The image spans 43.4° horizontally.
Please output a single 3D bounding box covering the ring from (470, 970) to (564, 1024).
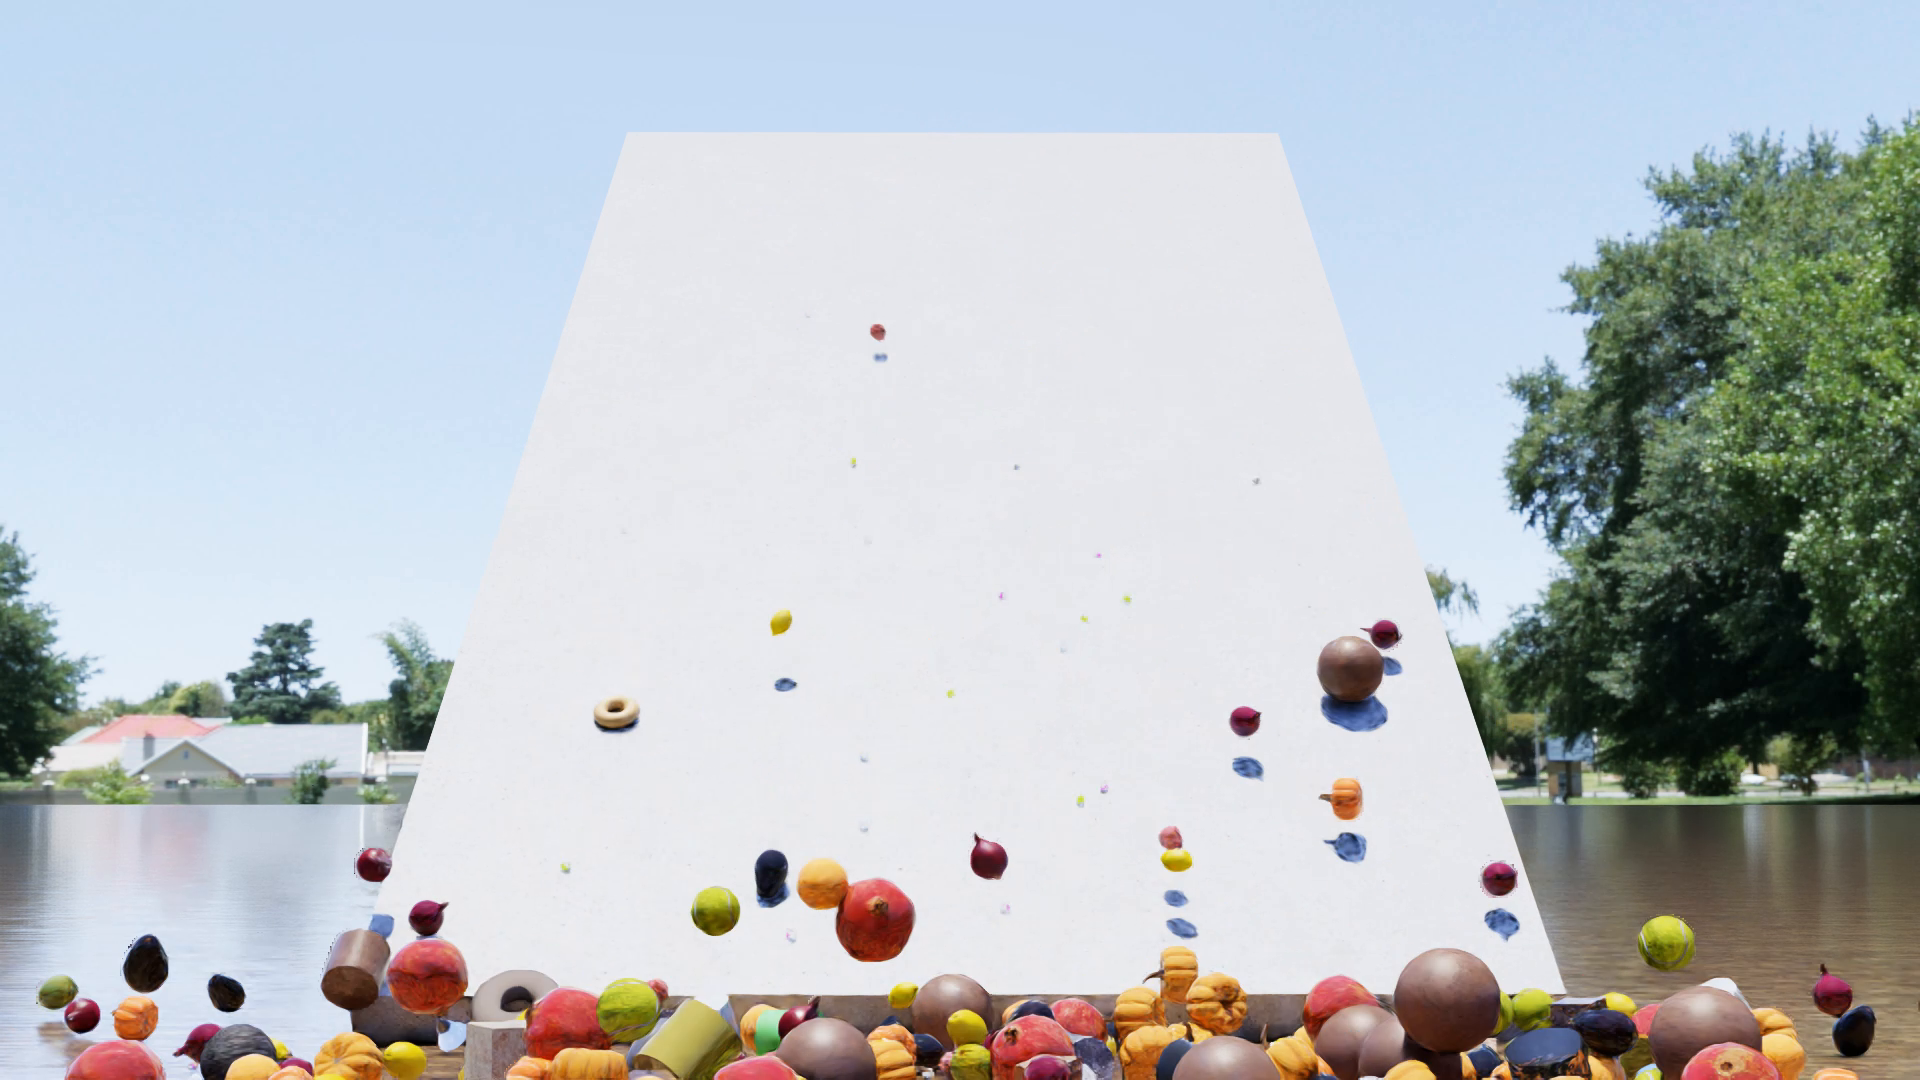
[{"bbox_3d":[-0.715,0.752,3.895,0.150,0.050,0.150,1,34,0],"label":"ring"}]

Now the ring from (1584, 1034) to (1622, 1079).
[{"bbox_3d":[0.877,0.719,3.322,0.026,0.079,0.079,14,-12,-26],"label":"ring"}]

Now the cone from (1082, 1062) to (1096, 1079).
[{"bbox_3d":[0.148,0.737,3.234,0.056,0.056,0.056,-34,-22,26],"label":"cone"}]

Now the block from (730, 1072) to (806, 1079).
[{"bbox_3d":[-0.229,0.676,2.883,0.071,0.071,0.071,3,-7,-23],"label":"block"}]

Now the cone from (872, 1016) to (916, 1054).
[{"bbox_3d":[-0.094,0.798,3.829,0.065,0.065,0.065,28,10,31],"label":"cone"}]

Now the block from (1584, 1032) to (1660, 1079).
[{"bbox_3d":[0.922,0.726,3.363,0.073,0.073,0.073,2,-6,-15],"label":"block"}]

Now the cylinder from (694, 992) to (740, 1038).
[{"bbox_3d":[-0.372,0.728,3.628,0.070,0.070,0.070,-13,17,4],"label":"cylinder"}]

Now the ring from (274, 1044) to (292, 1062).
[{"bbox_3d":[-1.057,0.782,3.664,0.084,0.028,0.084,1,-6,0],"label":"ring"}]

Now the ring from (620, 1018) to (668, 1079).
[{"bbox_3d":[-0.396,0.678,3.131,0.041,0.124,0.124,22,3,22],"label":"ring"}]

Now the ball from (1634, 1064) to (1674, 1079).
[{"bbox_3d":[0.913,0.716,3.173,0.053,0.053,0.053,0,-6,0],"label":"ball"}]

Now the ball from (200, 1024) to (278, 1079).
[{"bbox_3d":[-0.968,0.700,3.242,0.099,0.099,0.099,0,-6,0],"label":"ball"}]

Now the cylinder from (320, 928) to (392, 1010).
[{"bbox_3d":[-0.984,0.700,3.939,0.093,0.093,0.093,0,30,2],"label":"cylinder"}]

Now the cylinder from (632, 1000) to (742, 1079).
[{"bbox_3d":[-0.345,0.652,3.056,0.098,0.098,0.098,-6,31,46],"label":"cylinder"}]

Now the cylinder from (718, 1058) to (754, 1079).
[{"bbox_3d":[-0.314,0.728,3.276,0.050,0.050,0.050,5,-12,-38],"label":"cylinder"}]

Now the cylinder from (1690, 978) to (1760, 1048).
[{"bbox_3d":[1.207,0.747,3.813,0.078,0.078,0.078,-33,18,12],"label":"cylinder"}]

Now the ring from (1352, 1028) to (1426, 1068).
[{"bbox_3d":[0.637,0.755,3.590,0.109,0.036,0.109,14,-25,7],"label":"ring"}]

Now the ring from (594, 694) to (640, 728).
[{"bbox_3d":[-0.660,0.330,4.647,0.089,0.030,0.089,-2,32,2],"label":"ring"}]

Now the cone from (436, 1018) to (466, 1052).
[{"bbox_3d":[-0.811,0.767,3.800,0.053,0.053,0.053,-4,-46,32],"label":"cone"}]

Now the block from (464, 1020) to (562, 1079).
[{"bbox_3d":[-0.603,0.703,3.259,0.098,0.098,0.098,4,-7,-32],"label":"block"}]

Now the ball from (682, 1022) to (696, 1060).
[{"bbox_3d":[-0.431,0.770,3.706,0.060,0.060,0.060,0,-6,0],"label":"ball"}]

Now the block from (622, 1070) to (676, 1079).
[{"bbox_3d":[-0.378,0.684,2.947,0.057,0.057,0.057,3,7,-28],"label":"block"}]

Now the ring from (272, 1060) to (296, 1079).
[{"bbox_3d":[-0.990,0.756,3.436,0.088,0.029,0.088,0,-8,0],"label":"ring"}]

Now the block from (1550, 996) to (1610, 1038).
[{"bbox_3d":[0.906,0.705,3.528,0.064,0.064,0.064,-9,-5,33],"label":"block"}]

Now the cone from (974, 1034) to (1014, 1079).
[{"bbox_3d":[0.053,0.730,3.395,0.073,0.073,0.073,0,-6,0],"label":"cone"}]

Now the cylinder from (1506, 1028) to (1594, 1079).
[{"bbox_3d":[0.709,0.647,2.887,0.093,0.093,0.093,-15,13,4],"label":"cylinder"}]

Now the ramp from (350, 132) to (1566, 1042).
[{"bbox_3d":[-0.013,-0.210,5.717,2.000,0.100,4.000,0,30,0],"label":"ramp"}]

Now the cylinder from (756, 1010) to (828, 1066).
[{"bbox_3d":[-0.252,0.745,3.615,0.082,0.082,0.082,-2,-6,19],"label":"cylinder"}]

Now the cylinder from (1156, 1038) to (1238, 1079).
[{"bbox_3d":[0.289,0.655,2.953,0.071,0.071,0.071,6,8,-45],"label":"cylinder"}]

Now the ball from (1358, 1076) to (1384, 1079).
[{"bbox_3d":[0.472,0.657,2.765,0.084,0.084,0.084,0,-6,0],"label":"ball"}]

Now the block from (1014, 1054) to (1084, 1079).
[{"bbox_3d":[0.115,0.697,3.085,0.062,0.062,0.062,-4,2,36],"label":"block"}]

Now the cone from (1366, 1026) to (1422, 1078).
[{"bbox_3d":[0.633,0.760,3.505,0.080,0.080,0.080,-1,21,6],"label":"cone"}]

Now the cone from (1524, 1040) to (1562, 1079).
[{"bbox_3d":[0.818,0.734,3.385,0.063,0.063,0.063,0,-6,0],"label":"cone"}]
